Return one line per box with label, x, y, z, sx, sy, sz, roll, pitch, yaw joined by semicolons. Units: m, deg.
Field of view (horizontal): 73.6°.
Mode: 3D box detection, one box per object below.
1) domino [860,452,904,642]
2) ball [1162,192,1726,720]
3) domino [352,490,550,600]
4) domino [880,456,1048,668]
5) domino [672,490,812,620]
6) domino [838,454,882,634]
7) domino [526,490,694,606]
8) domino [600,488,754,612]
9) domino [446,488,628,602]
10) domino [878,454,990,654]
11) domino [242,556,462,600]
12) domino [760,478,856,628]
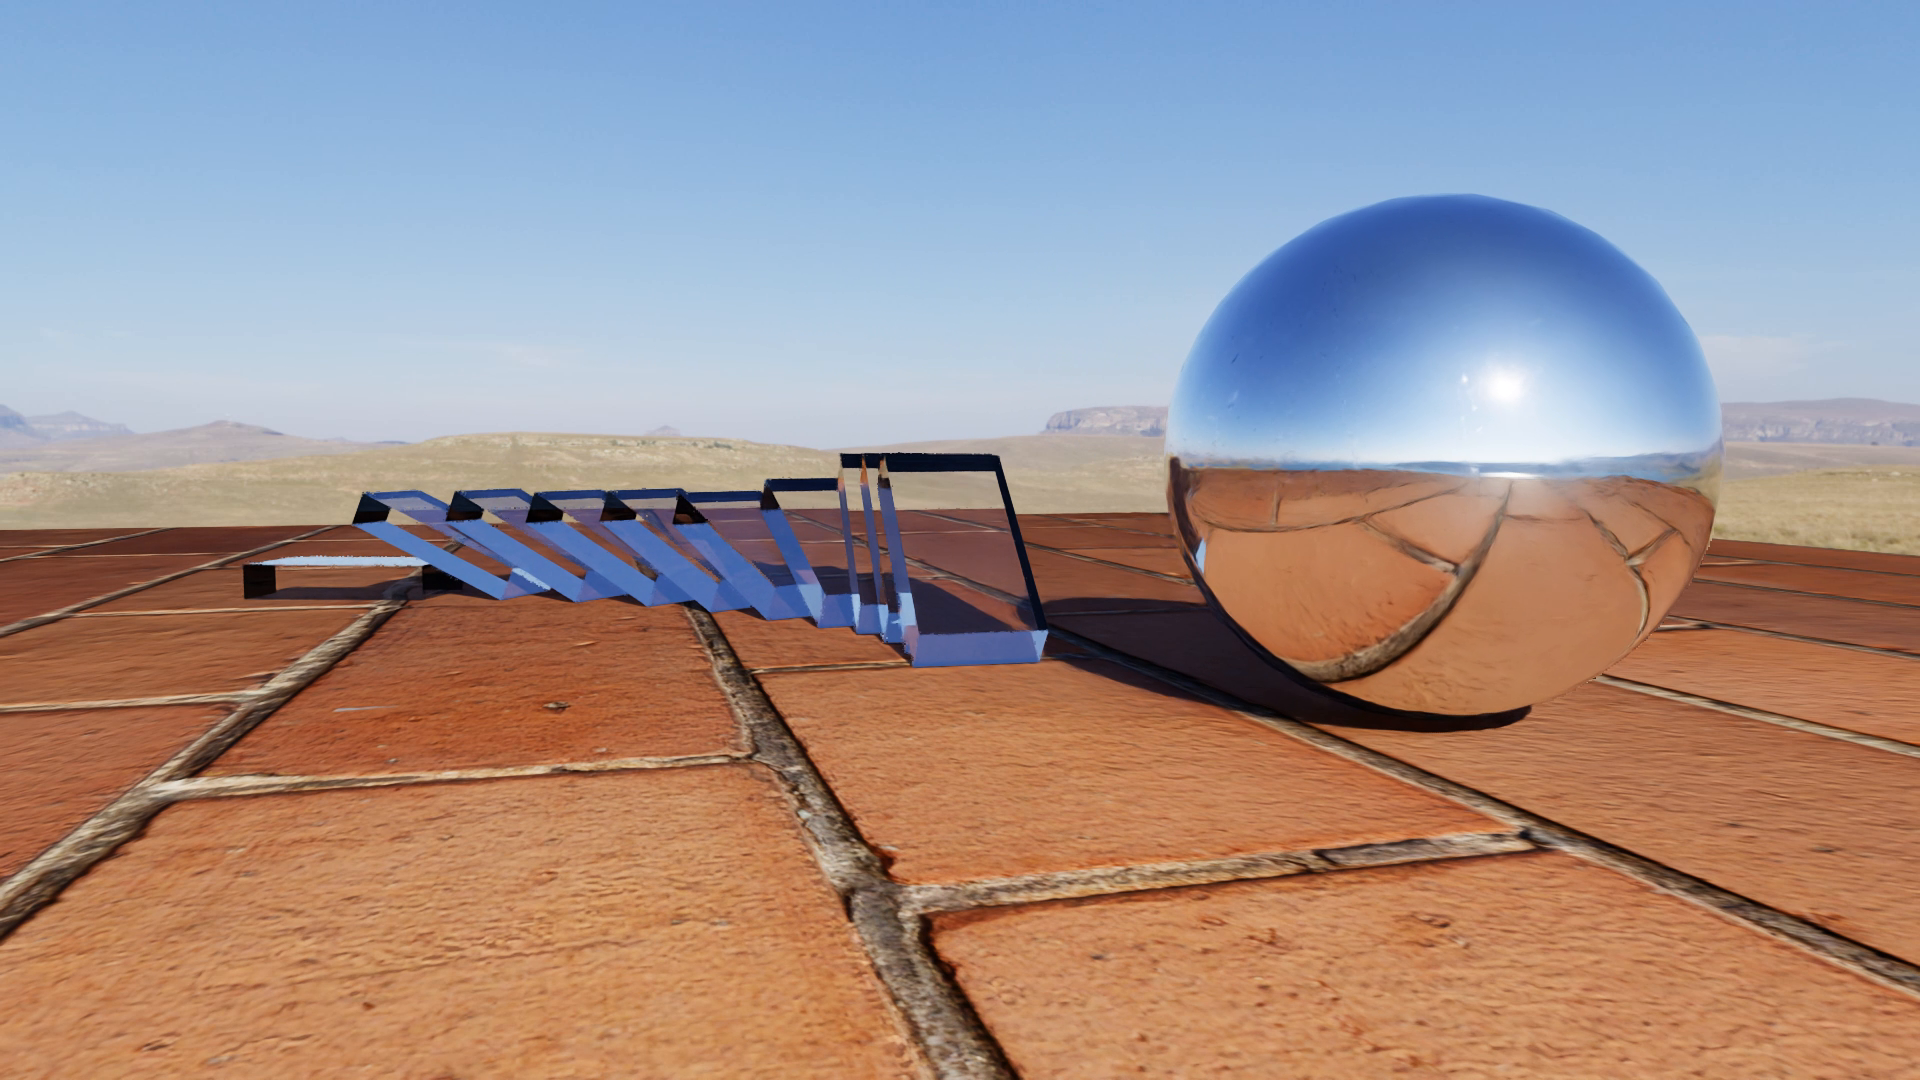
domino;-0.007;0.001;0.289;0.025;0.010;0.050;0;45;-13
ball;0.072;-0.012;0.199;0.080;0.080;0.080;0;4;0
domino;-0.143;0.001;0.365;0.050;0.009;0.025;25;9;10
domino;0.000;0.003;0.261;0.025;0.010;0.050;-1;46;-13
domino;-0.051;0.003;0.331;0.025;0.010;0.050;-4;30;-42
domino;-0.014;0.000;0.303;0.025;0.009;0.050;0;45;-12
domino;-0.093;0.001;0.355;0.050;0.010;0.025;30;18;26
domino;-0.071;0.002;0.345;0.050;0.009;0.025;33;23;32
domino;-0.117;0.001;0.362;0.050;0.010;0.025;28;14;19
domino;-0.002;0.002;0.276;0.025;0.009;0.050;0;45;-13
domino;-0.171;0.011;0.363;0.050;0.009;0.025;0;4;3
domino;-0.030;0.002;0.318;0.025;0.009;0.050;-2;35;-26
